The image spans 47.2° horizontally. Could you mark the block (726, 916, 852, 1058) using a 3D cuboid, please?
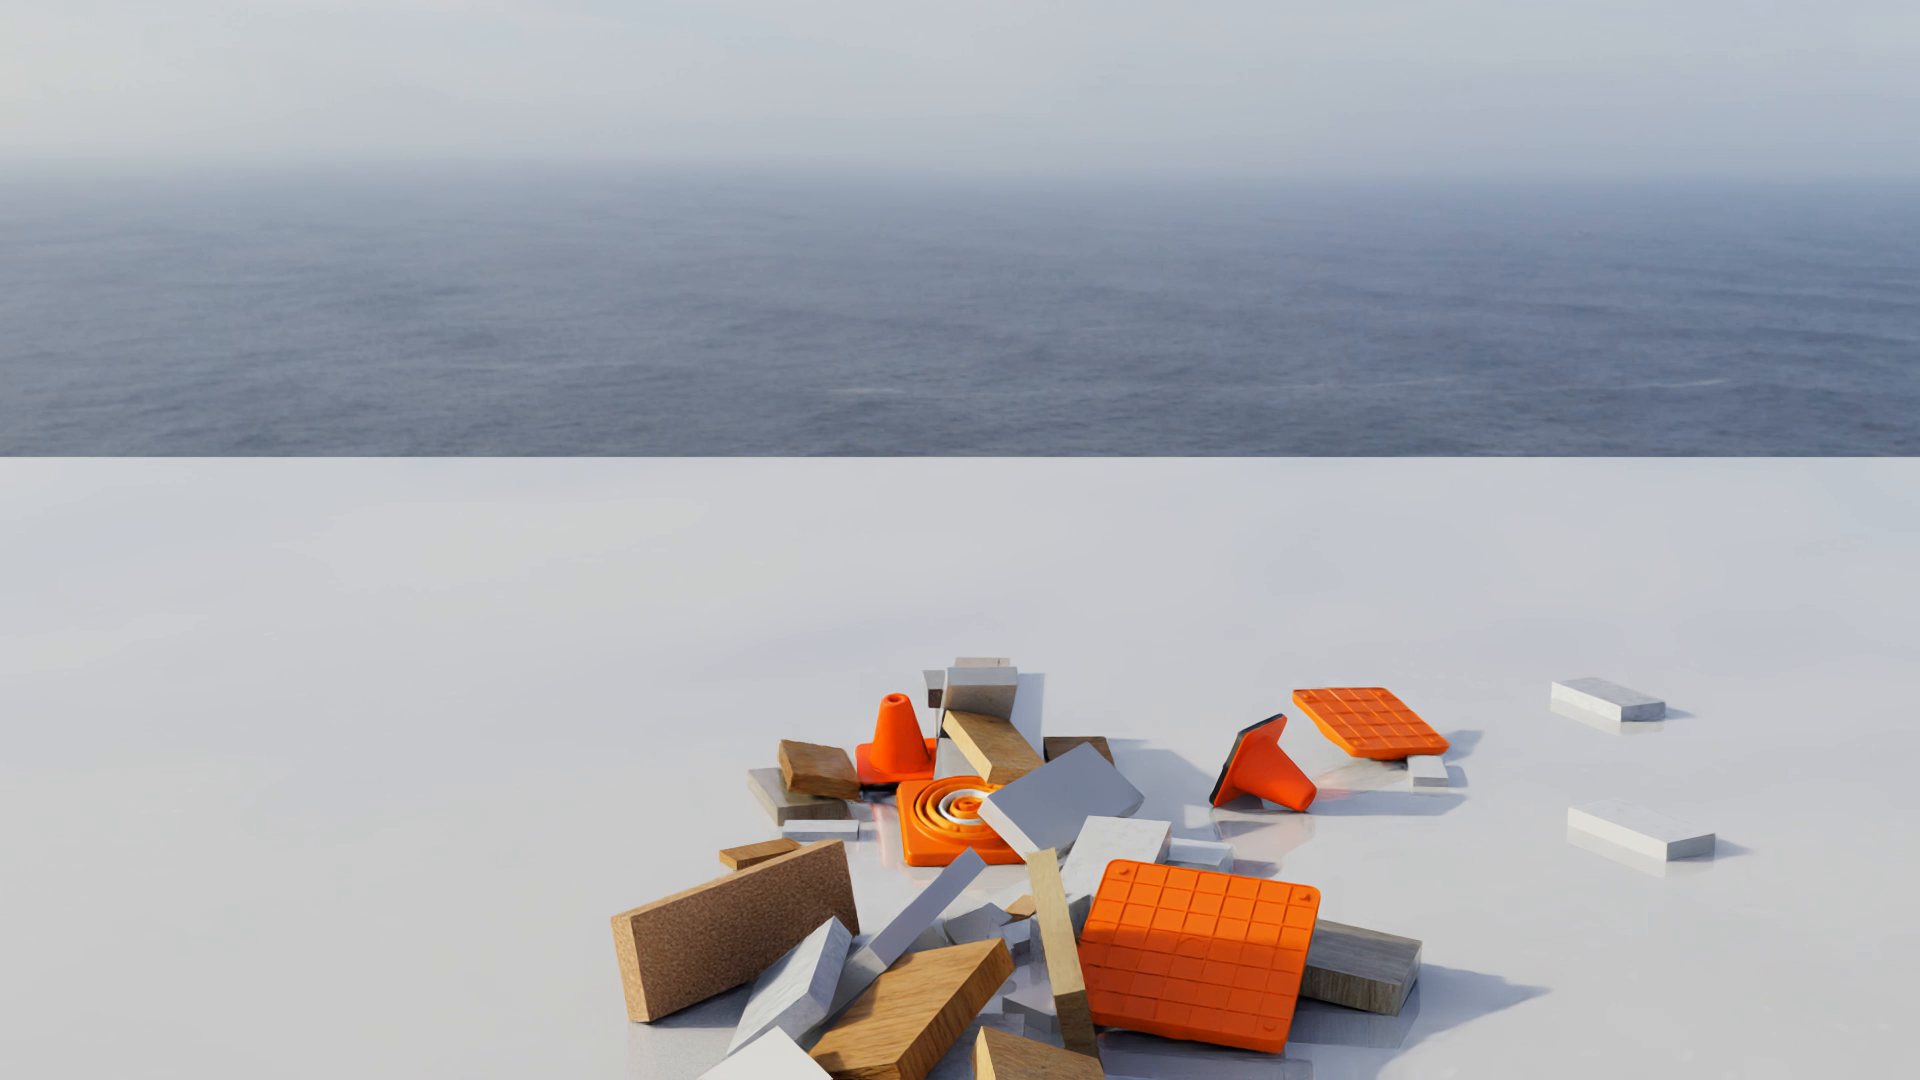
[{"bbox_3d":[-0.235,0.635,3.081,0.146,0.041,0.292,-39,6,10],"label":"block"}]

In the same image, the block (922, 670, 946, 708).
[{"bbox_3d":[-0.004,0.295,4.381,0.131,0.037,0.262,-1,5,-4],"label":"block"}]

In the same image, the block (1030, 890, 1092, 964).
[{"bbox_3d":[0.157,0.601,3.416,0.020,0.072,0.143,7,13,35],"label":"block"}]

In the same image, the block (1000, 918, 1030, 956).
[{"bbox_3d":[0.089,0.623,3.437,0.143,0.020,0.072,-8,13,-37],"label":"block"}]

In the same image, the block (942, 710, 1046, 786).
[{"bbox_3d":[0.069,0.389,4.079,0.126,0.036,0.252,10,16,-23],"label":"block"}]

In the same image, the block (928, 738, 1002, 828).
[{"bbox_3d":[0.015,0.450,4.086,0.126,0.036,0.252,3,25,3],"label":"block"}]

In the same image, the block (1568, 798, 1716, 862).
[{"bbox_3d":[1.224,0.519,3.957,0.119,0.034,0.238,-6,12,-28],"label":"block"}]

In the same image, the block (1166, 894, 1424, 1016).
[{"bbox_3d":[0.501,0.617,3.289,0.346,0.049,0.173,9,15,20],"label":"block"}]

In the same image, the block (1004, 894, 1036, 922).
[{"bbox_3d":[0.107,0.600,3.580,0.045,0.013,0.090,5,11,23],"label":"block"}]

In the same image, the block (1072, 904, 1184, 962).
[{"bbox_3d":[0.271,0.618,3.441,0.197,0.028,0.099,-9,14,-40],"label":"block"}]

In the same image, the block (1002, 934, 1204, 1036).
[{"bbox_3d":[0.225,0.654,3.249,0.360,0.028,0.099,-10,14,-43],"label":"block"}]

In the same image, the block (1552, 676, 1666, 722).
[{"bbox_3d":[1.432,0.351,4.863,0.119,0.034,0.238,-4,11,-22],"label":"block"}]

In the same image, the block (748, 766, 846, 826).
[{"bbox_3d":[-0.311,0.481,4.158,0.128,0.036,0.256,-3,11,-17],"label":"block"}]

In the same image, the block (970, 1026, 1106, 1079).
[{"bbox_3d":[0.114,0.711,2.698,0.163,0.046,0.326,18,11,-10],"label":"block"}]

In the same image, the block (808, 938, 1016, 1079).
[{"bbox_3d":[-0.075,0.644,2.939,0.173,0.049,0.346,-16,10,29],"label":"block"}]

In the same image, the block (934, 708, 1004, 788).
[{"bbox_3d":[0.017,0.394,4.335,0.131,0.037,0.550,1,21,-2],"label":"block"}]

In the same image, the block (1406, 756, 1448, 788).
[{"bbox_3d":[0.922,0.456,4.339,0.067,0.019,0.151,1,11,6],"label":"block"}]

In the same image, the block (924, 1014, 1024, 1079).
[{"bbox_3d":[-0.015,0.746,2.693,0.173,0.049,0.734,1,11,3],"label":"block"}]

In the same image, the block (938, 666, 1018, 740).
[{"bbox_3d":[0.032,0.312,4.190,0.131,0.037,0.262,0,-27,-5],"label":"block"}]

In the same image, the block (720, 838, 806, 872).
[{"bbox_3d":[-0.345,0.549,3.840,0.135,0.019,0.067,-7,12,-32],"label":"block"}]

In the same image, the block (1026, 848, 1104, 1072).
[{"bbox_3d":[0.143,0.581,3.041,0.043,0.152,0.303,-12,30,1],"label":"block"}]

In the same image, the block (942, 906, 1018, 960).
[{"bbox_3d":[0.029,0.616,3.379,0.072,0.020,0.143,-20,22,-12],"label":"block"}]

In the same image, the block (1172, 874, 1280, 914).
[{"bbox_3d":[0.434,0.592,3.579,0.099,0.028,0.197,7,12,32],"label":"block"}]

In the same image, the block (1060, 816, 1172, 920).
[{"bbox_3d":[0.255,0.547,3.674,0.146,0.041,0.292,2,19,15],"label":"block"}]

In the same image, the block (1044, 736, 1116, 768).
[{"bbox_3d":[0.237,0.442,4.370,0.126,0.036,0.252,0,11,-2],"label":"block"}]

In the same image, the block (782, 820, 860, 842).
[{"bbox_3d":[-0.250,0.525,3.968,0.135,0.019,0.068,0,11,1],"label":"block"}]

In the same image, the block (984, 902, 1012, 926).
[{"bbox_3d":[0.044,0.606,3.497,0.045,0.013,0.090,32,21,19],"label":"block"}]

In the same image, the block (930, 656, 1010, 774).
[{"bbox_3d":[0.031,0.370,4.754,0.128,0.036,0.842,1,11,3],"label":"block"}]

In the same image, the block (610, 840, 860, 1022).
[{"bbox_3d":[-0.328,0.579,3.297,0.043,0.152,0.448,-9,3,40],"label":"block"}]

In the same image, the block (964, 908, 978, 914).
[{"bbox_3d":[0.021,0.611,3.520,0.045,0.013,0.090,5,12,25],"label":"block"}]

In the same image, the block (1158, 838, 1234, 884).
[{"bbox_3d":[0.343,0.548,3.804,0.238,0.034,0.119,4,11,19],"label":"block"}]

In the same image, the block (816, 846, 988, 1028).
[{"bbox_3d":[-0.092,0.589,3.313,0.146,0.041,0.460,-44,-5,20],"label":"block"}]

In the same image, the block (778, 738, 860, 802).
[{"bbox_3d":[-0.270,0.436,4.182,0.128,0.036,0.256,10,7,-11],"label":"block"}]

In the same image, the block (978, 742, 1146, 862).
[{"bbox_3d":[0.182,0.470,3.898,0.152,0.043,0.303,43,37,21],"label":"block"}]

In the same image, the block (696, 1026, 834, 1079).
[{"bbox_3d":[-0.221,0.716,2.691,0.163,0.046,0.326,-31,22,-19],"label":"block"}]
